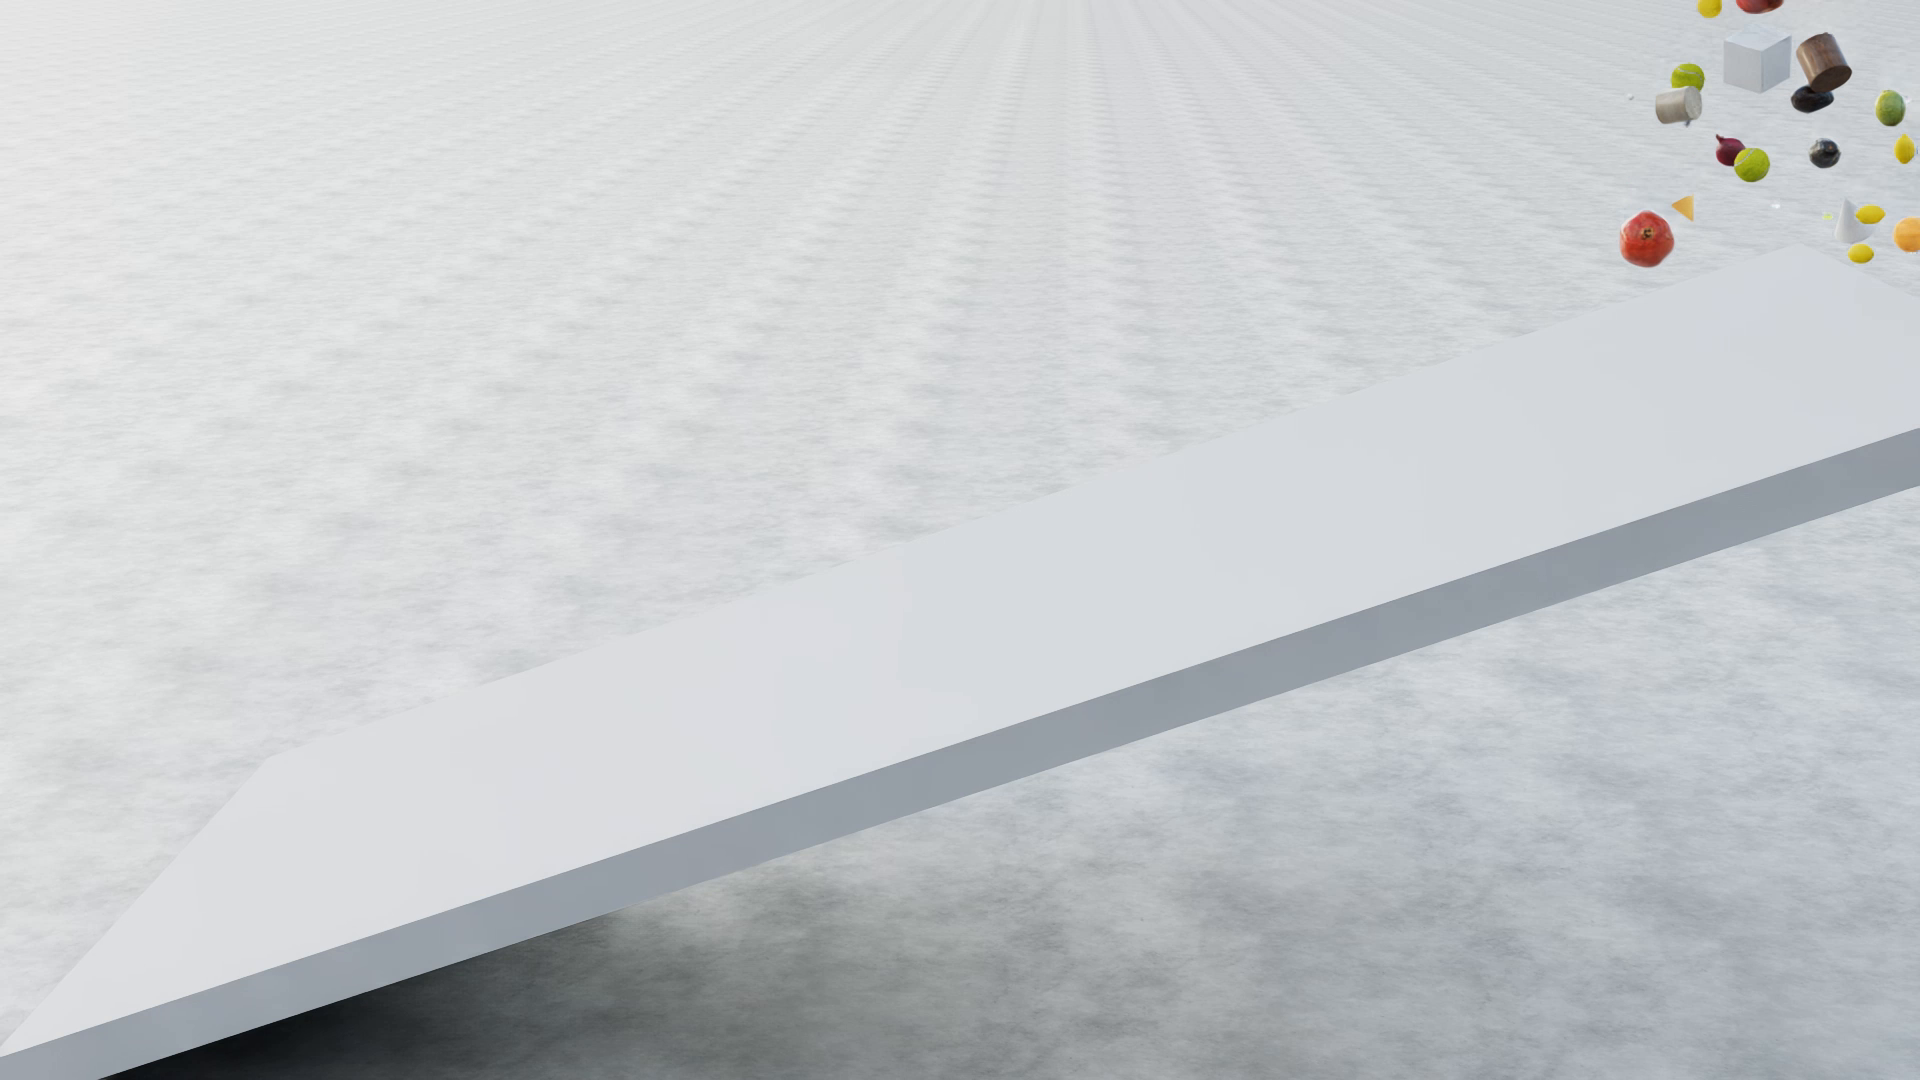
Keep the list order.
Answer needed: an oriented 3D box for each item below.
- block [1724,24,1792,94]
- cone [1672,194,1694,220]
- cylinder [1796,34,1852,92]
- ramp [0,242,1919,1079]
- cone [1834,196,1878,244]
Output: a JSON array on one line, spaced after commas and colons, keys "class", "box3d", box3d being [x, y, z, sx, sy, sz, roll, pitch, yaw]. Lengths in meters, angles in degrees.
[{"class": "block", "box3d": [1.569, -0.947, 5.789, 0.092, 0.092, 0.092, -29, 38, -28]}, {"class": "cone", "box3d": [1.507, -0.681, 6.093, 0.050, 0.050, 0.050, -24, -8, -3]}, {"class": "cylinder", "box3d": [1.802, -0.995, 6.137, 0.088, 0.088, 0.088, -12, -28, -6]}, {"class": "ramp", "box3d": [0.110, 0.179, 6.302, 4.000, 0.100, 2.000, -19, 11, 6]}, {"class": "cone", "box3d": [1.838, -0.675, 6.071, 0.089, 0.089, 0.089, -21, 35, 15]}]
